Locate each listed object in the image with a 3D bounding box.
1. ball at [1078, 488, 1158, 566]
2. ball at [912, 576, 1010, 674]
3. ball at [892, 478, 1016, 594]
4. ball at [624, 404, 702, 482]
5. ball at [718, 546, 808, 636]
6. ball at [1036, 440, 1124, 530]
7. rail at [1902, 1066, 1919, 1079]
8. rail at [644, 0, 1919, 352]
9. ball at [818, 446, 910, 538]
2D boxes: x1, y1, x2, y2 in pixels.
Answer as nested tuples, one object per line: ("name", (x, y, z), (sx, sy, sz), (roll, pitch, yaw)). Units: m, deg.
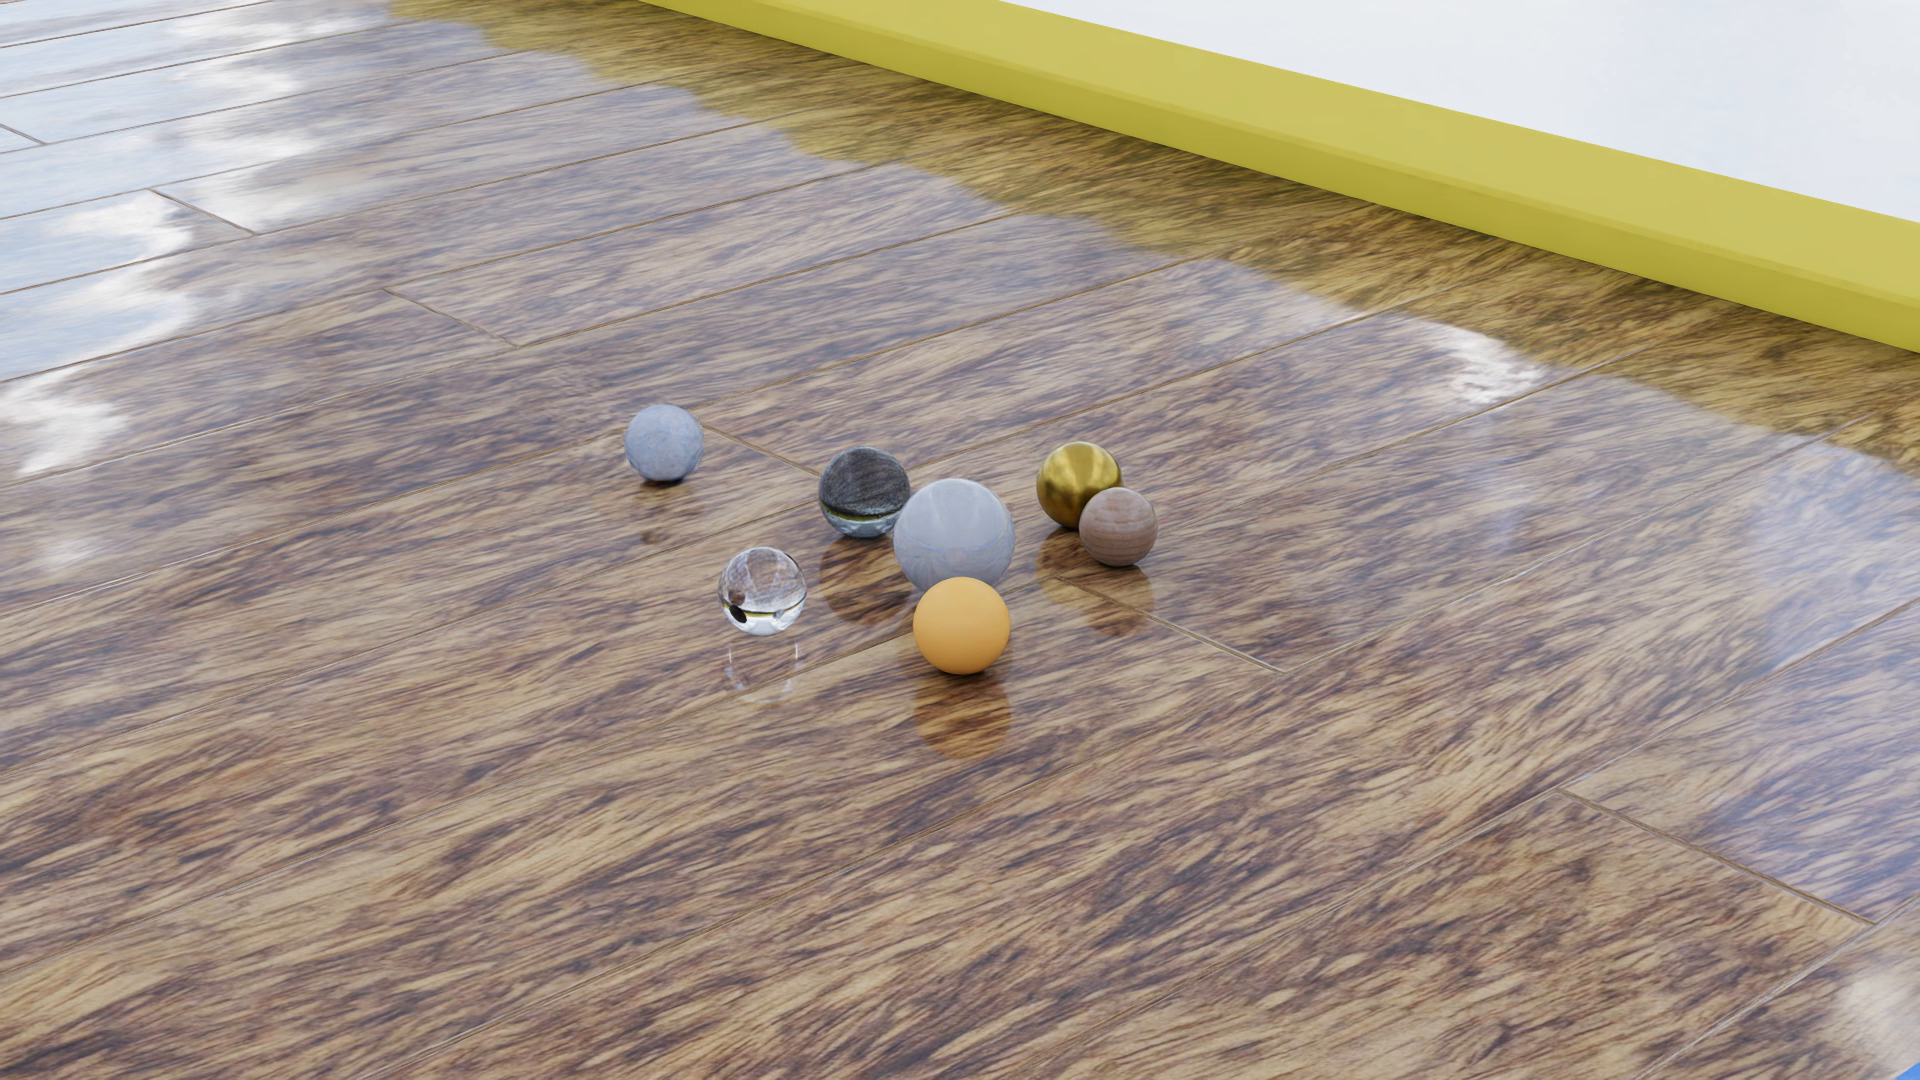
("ball", (0.129, -0.011, 2.390), (0.065, 0.065, 0.065), (0, 23, 0))
("ball", (0.001, 0.064, 2.204), (0.073, 0.073, 0.073), (0, 23, 0))
("ball", (-0.005, -0.001, 2.326), (0.097, 0.097, 0.097), (0, 23, 0))
("ball", (-0.258, -0.085, 2.559), (0.068, 0.068, 0.068), (0, 23, 0))
("ball", (-0.152, 0.039, 2.268), (0.069, 0.069, 0.069), (0, 23, 0))
("ball", (0.100, -0.046, 2.461), (0.074, 0.074, 0.074), (0, 23, 0))
("rail", (0.651, 0.255, 1.688), (2.135, 0.126, 0.045), (-20, 30, -38))
("rail", (0.102, -0.588, 3.658), (0.045, 0.126, 3.948), (-20, 30, -38))
("ball", (-0.080, -0.040, 2.441), (0.077, 0.077, 0.077), (0, 23, 0))
